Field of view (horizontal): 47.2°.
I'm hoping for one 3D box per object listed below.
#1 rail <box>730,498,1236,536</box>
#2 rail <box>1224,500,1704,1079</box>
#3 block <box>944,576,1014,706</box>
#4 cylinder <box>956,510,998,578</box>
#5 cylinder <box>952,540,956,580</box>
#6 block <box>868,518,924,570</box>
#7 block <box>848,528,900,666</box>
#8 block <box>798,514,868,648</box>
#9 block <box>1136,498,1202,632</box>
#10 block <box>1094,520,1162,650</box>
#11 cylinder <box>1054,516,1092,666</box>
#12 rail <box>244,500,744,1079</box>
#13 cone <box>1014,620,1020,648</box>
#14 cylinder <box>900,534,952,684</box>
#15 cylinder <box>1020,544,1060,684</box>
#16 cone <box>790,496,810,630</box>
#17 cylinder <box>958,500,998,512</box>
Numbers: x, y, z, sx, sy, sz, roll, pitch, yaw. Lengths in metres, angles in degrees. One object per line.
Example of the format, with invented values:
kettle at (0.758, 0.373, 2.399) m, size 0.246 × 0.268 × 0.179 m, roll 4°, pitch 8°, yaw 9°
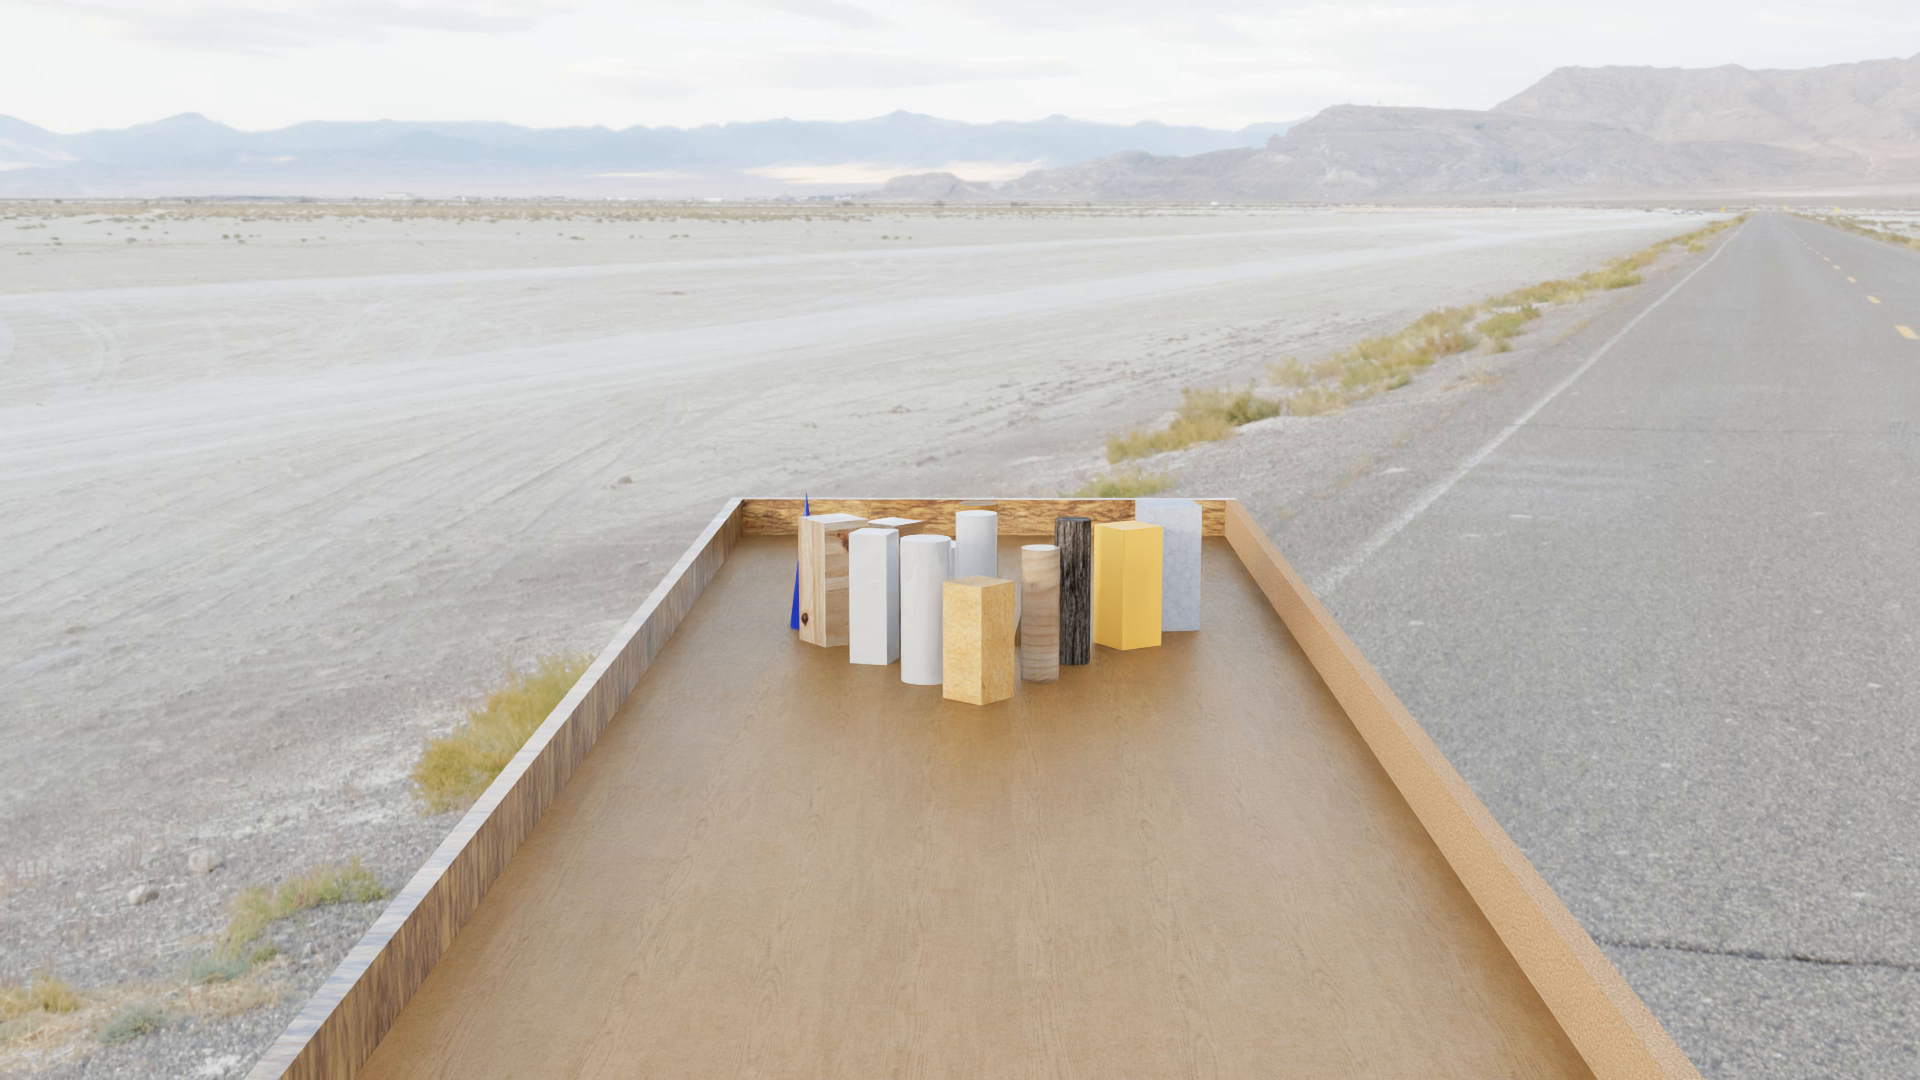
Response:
rail at (0.099, -0.098, 9.147) m, size 2.100 × 0.150 × 0.050 m, roll 0°, pitch 9°, yaw 1°
rail at (1.046, 0.843, 3.208) m, size 0.050 × 0.150 × 12.000 m, roll 0°, pitch 9°, yaw 1°
block at (0.053, 0.280, 6.183) m, size 0.142 × 0.332 × 0.142 m, roll 8°, pitch 12°, yaw 41°
cylinder at (0.050, 0.141, 6.682) m, size 0.126 × 0.450 × 0.126 m, roll 0°, pitch 9°, yaw 0°
cylinder at (-0.074, 0.169, 6.937) m, size 0.172 × 0.316 × 0.172 m, roll 0°, pitch 9°, yaw 0°
block at (-0.217, 0.113, 7.177) m, size 0.137 × 0.351 × 0.137 m, roll 8°, pitch 12°, yaw 40°
block at (-0.260, 0.170, 6.668) m, size 0.118 × 0.397 × 0.118 m, roll 3°, pitch 9°, yaw 17°
block at (-0.400, 0.125, 6.964) m, size 0.160 × 0.393 × 0.160 m, roll -6°, pitch 11°, yaw -34°
block at (0.679, 0.081, 7.199) m, size 0.179 × 0.407 × 0.179 m, roll -1°, pitch 9°, yaw -8°
block at (0.528, 0.141, 6.916) m, size 0.152 × 0.378 × 0.152 m, roll -6°, pitch 11°, yaw -32°
cylinder at (0.340, 0.153, 6.643) m, size 0.109 × 0.438 × 0.109 m, roll 0°, pitch 9°, yaw 0°
rail at (-1.004, 0.839, 3.234) m, size 0.050 × 0.150 × 12.000 m, roll 0°, pitch 9°, yaw 1°
cone at (0.249, 0.174, 6.919) m, size 0.165 × 0.311 × 0.165 m, roll 0°, pitch 9°, yaw 0°
cylinder at (-0.099, 0.202, 6.404) m, size 0.147 × 0.417 × 0.147 m, roll 0°, pitch 9°, yaw 0°
cylinder at (0.234, 0.215, 6.409) m, size 0.113 × 0.390 × 0.113 m, roll 0°, pitch 9°, yaw 0°
cone at (-0.500, 0.061, 7.184) m, size 0.117 × 0.450 × 0.117 m, roll 0°, pitch 9°, yaw 0°
cylinder at (0.059, 0.084, 7.164) m, size 0.126 × 0.412 × 0.126 m, roll 0°, pitch 9°, yaw 0°
